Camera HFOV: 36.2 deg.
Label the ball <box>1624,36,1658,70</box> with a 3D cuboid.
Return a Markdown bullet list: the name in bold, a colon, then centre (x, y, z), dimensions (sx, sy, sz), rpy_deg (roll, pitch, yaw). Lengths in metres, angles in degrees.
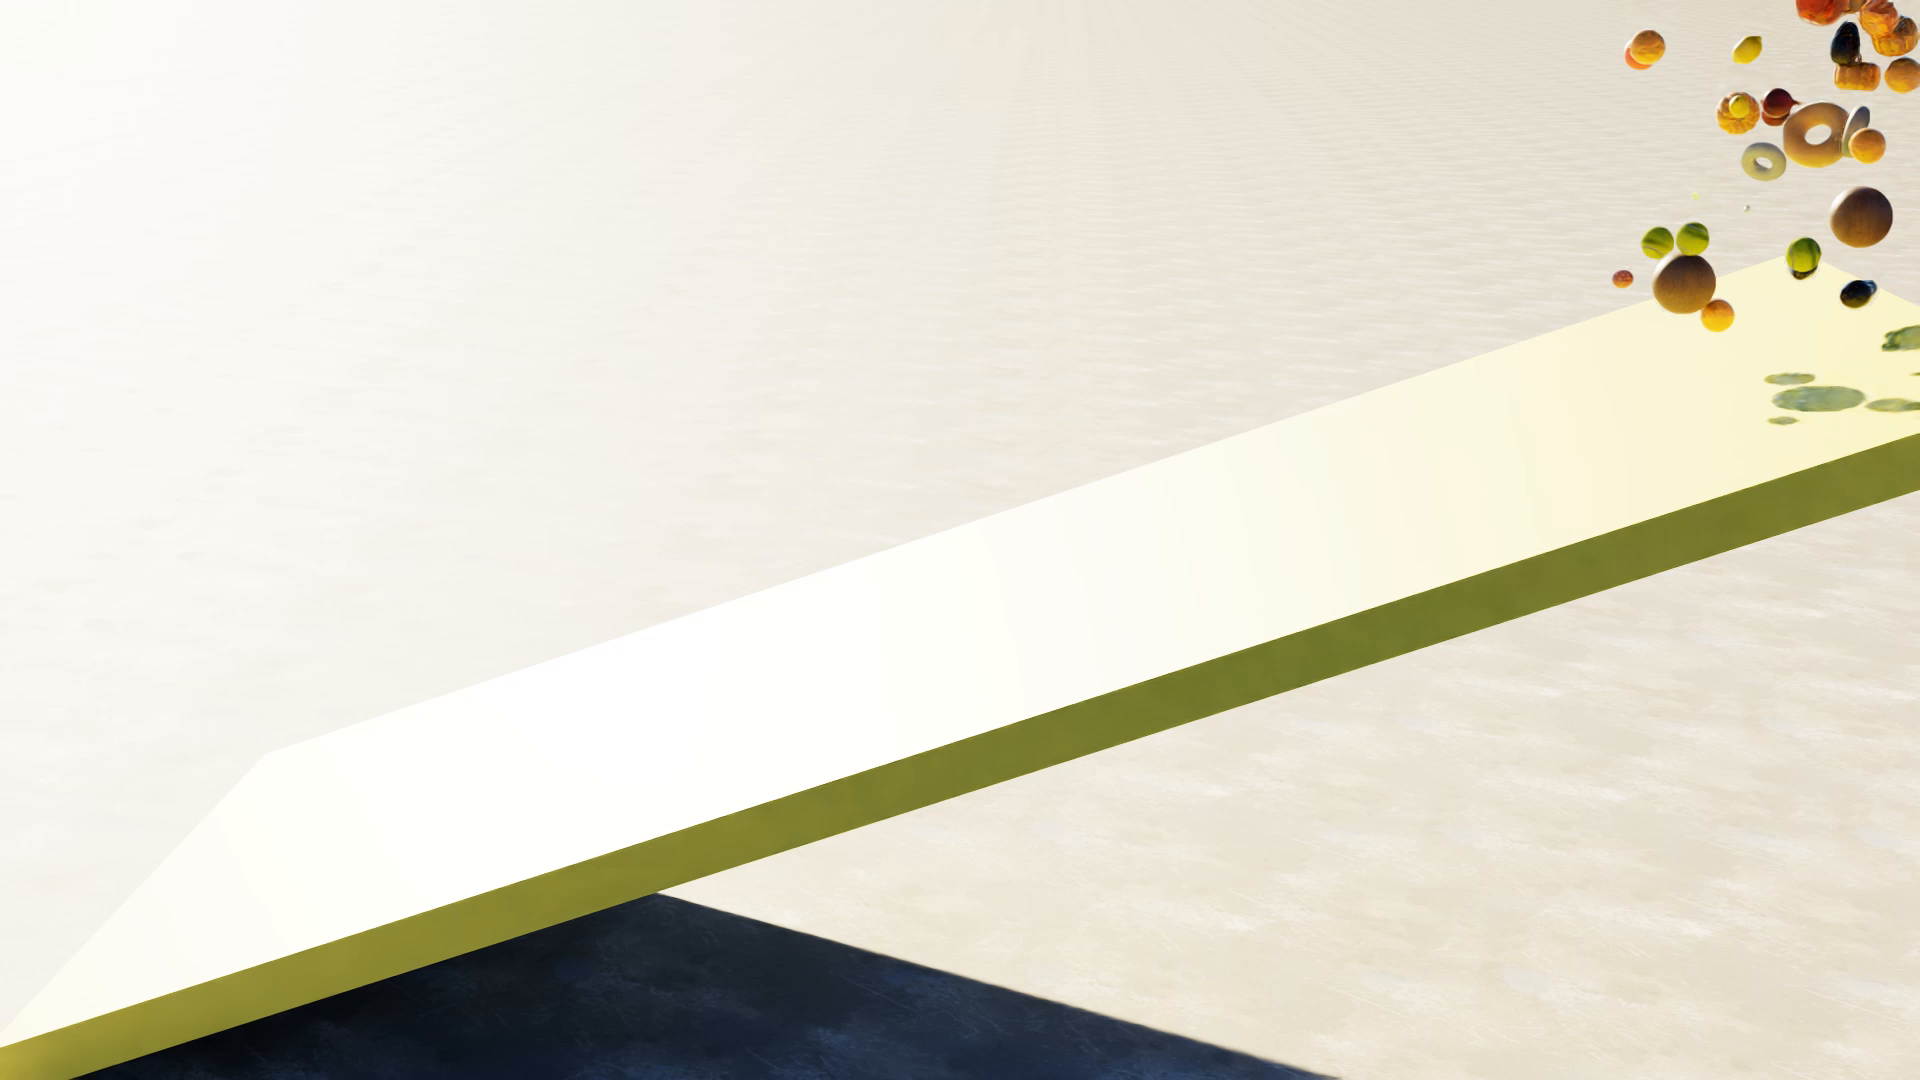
- **ball**: centre (1.411, -1.009, 6.095), dimensions (0.070, 0.070, 0.070), rpy_deg (0, 12, 0)

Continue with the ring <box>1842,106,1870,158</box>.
- **ring**: centre (1.820, -0.830, 5.976), dimensions (0.036, 0.109, 0.109), rpy_deg (18, 18, 20)

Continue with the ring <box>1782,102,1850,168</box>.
- **ring**: centre (1.773, -0.838, 6.080), dimensions (0.150, 0.150, 0.050), rpy_deg (7, -17, 30)

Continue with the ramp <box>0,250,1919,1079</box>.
- **ramp**: centre (0.107, 0.180, 6.304), dimensions (4.000, 0.100, 2.000), rpy_deg (-18, 11, 6)

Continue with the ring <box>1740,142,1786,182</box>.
- **ring**: centre (1.644, -0.774, 6.017), dimensions (0.094, 0.094, 0.031), rpy_deg (7, 48, 28)
